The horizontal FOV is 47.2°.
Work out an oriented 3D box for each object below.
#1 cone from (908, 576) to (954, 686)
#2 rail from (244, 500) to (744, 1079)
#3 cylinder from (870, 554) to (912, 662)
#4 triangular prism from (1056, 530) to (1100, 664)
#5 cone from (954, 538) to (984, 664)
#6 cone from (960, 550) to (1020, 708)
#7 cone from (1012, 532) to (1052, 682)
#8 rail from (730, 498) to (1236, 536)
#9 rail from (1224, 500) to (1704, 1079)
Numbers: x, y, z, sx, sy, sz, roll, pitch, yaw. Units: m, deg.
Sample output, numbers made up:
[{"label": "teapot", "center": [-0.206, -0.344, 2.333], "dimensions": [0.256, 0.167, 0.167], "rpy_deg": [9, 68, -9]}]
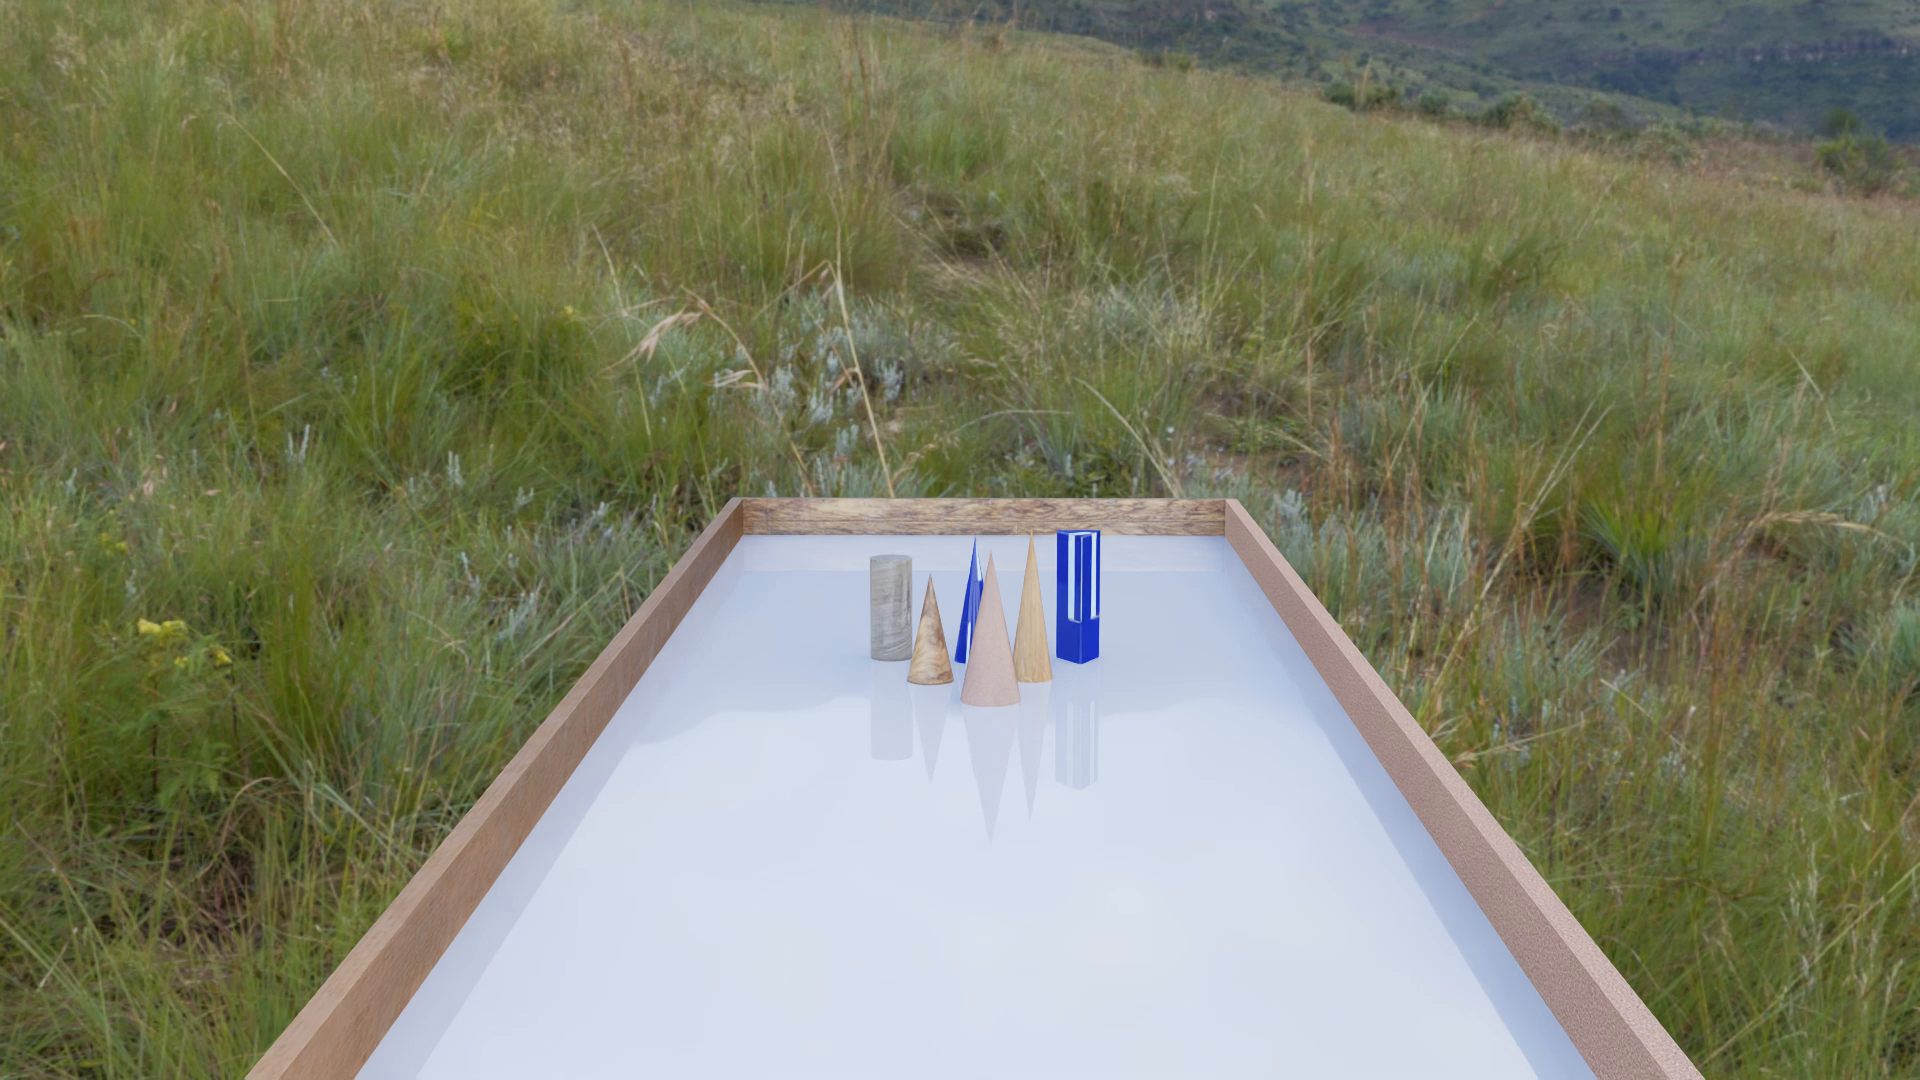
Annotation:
[{"label": "cone", "center": [-0.086, 0.252, 6.400], "dimensions": [0.138, 0.320, 0.138], "rpy_deg": [0, 9, 0]}, {"label": "rail", "center": [-1.004, 0.839, 3.234], "dimensions": [0.050, 0.150, 12.000], "rpy_deg": [0, 9, 1]}, {"label": "cylinder", "center": [-0.210, 0.207, 6.718], "dimensions": [0.129, 0.309, 0.129], "rpy_deg": [0, 9, 0]}, {"label": "triangular prism", "center": [0.378, 0.169, 6.692], "dimensions": [0.112, 0.392, 0.129], "rpy_deg": [-6, 11, -31]}, {"label": "cone", "center": [0.047, 0.175, 6.674], "dimensions": [0.129, 0.384, 0.129], "rpy_deg": [0, 9, 0]}, {"label": "cone", "center": [0.086, 0.237, 6.142], "dimensions": [0.172, 0.429, 0.172], "rpy_deg": [0, 9, 0]}, {"label": "cone", "center": [0.208, 0.183, 6.419], "dimensions": [0.126, 0.449, 0.126], "rpy_deg": [0, 9, 0]}, {"label": "rail", "center": [0.099, -0.098, 9.147], "dimensions": [2.100, 0.150, 0.050], "rpy_deg": [0, 9, 1]}, {"label": "rail", "center": [1.046, 0.843, 3.208], "dimensions": [0.050, 0.150, 12.000], "rpy_deg": [0, 9, 1]}]
